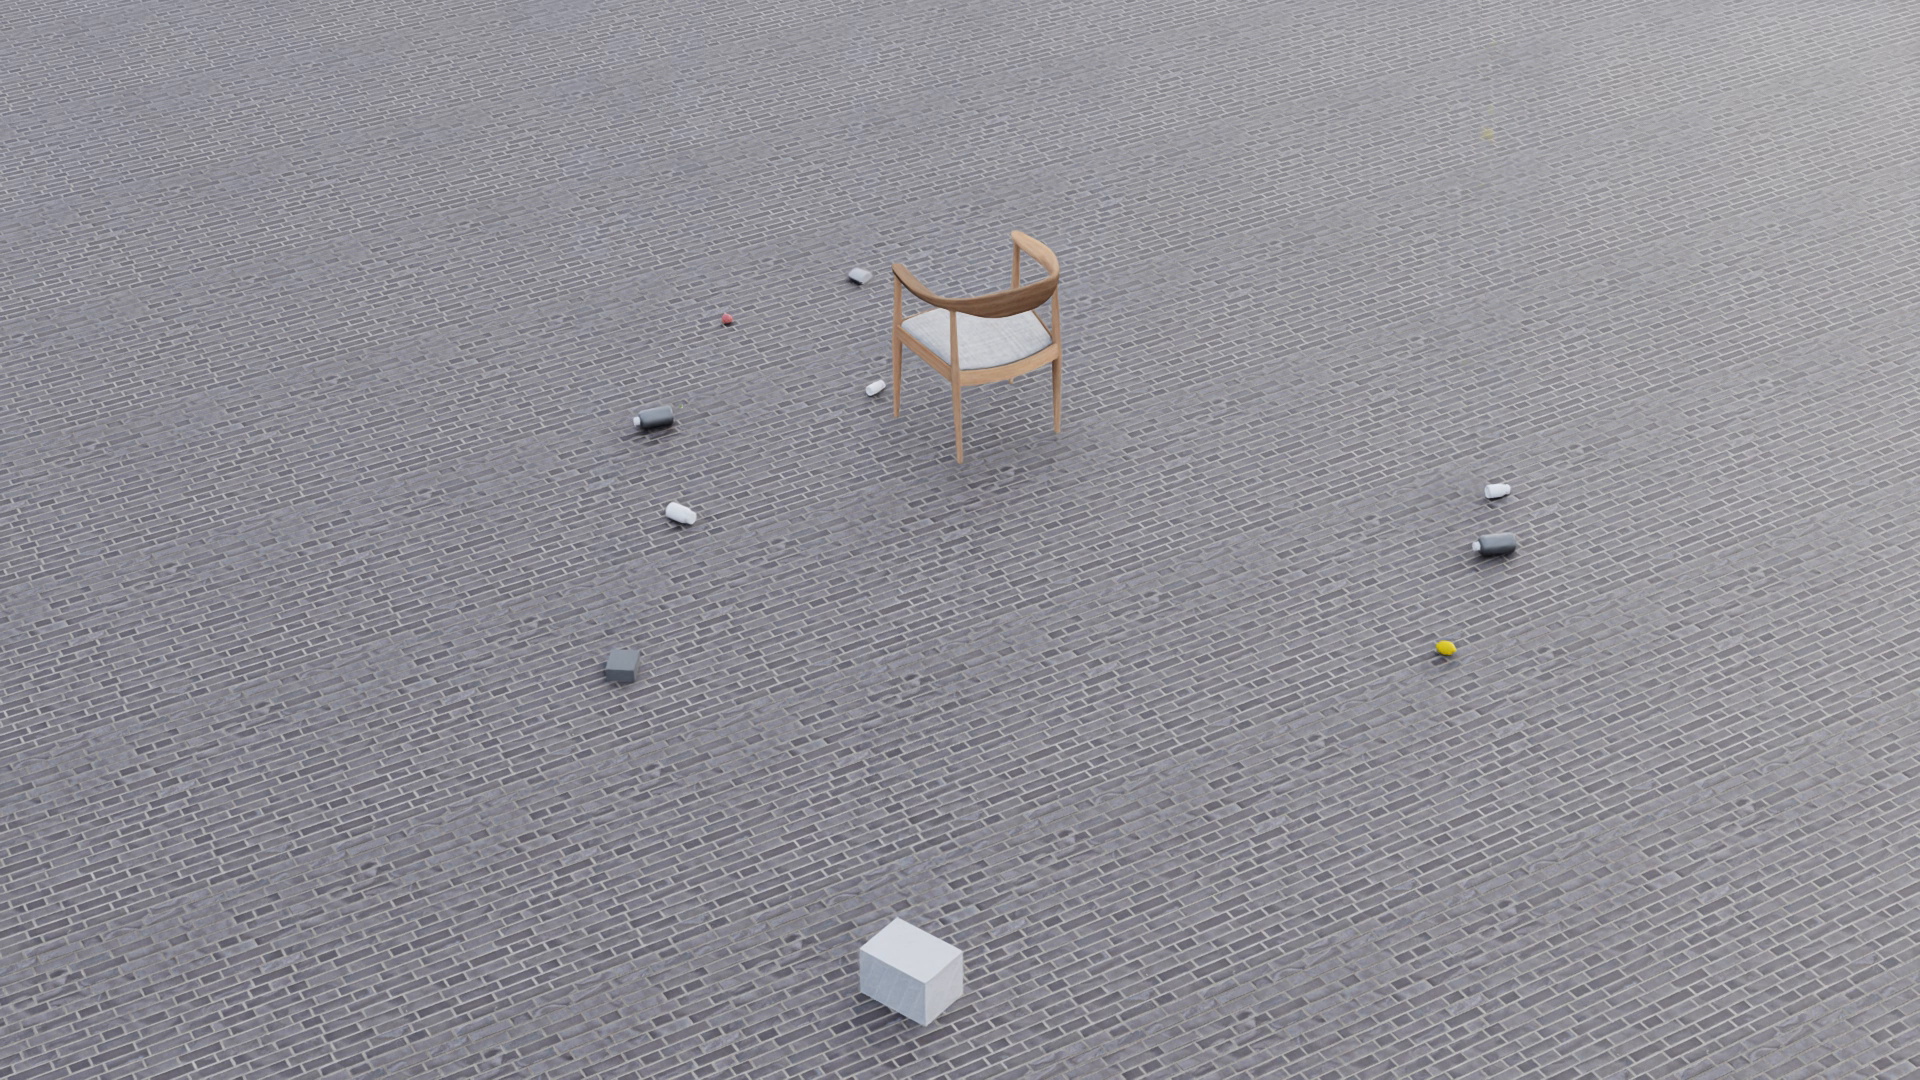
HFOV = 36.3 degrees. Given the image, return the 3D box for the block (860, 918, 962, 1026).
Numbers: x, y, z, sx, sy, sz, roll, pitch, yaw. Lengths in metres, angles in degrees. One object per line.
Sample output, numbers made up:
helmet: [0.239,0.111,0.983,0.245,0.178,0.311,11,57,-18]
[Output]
block: [-0.146,1.298,8.817,0.251,0.173,0.181,23,40,31]

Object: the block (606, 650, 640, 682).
block: [-1.176,0.438,10.234,0.099,0.050,0.121,2,33,4]

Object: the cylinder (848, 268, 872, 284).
cylinder: [-0.431,-1.139,12.638,0.071,0.039,0.076,23,40,31]
